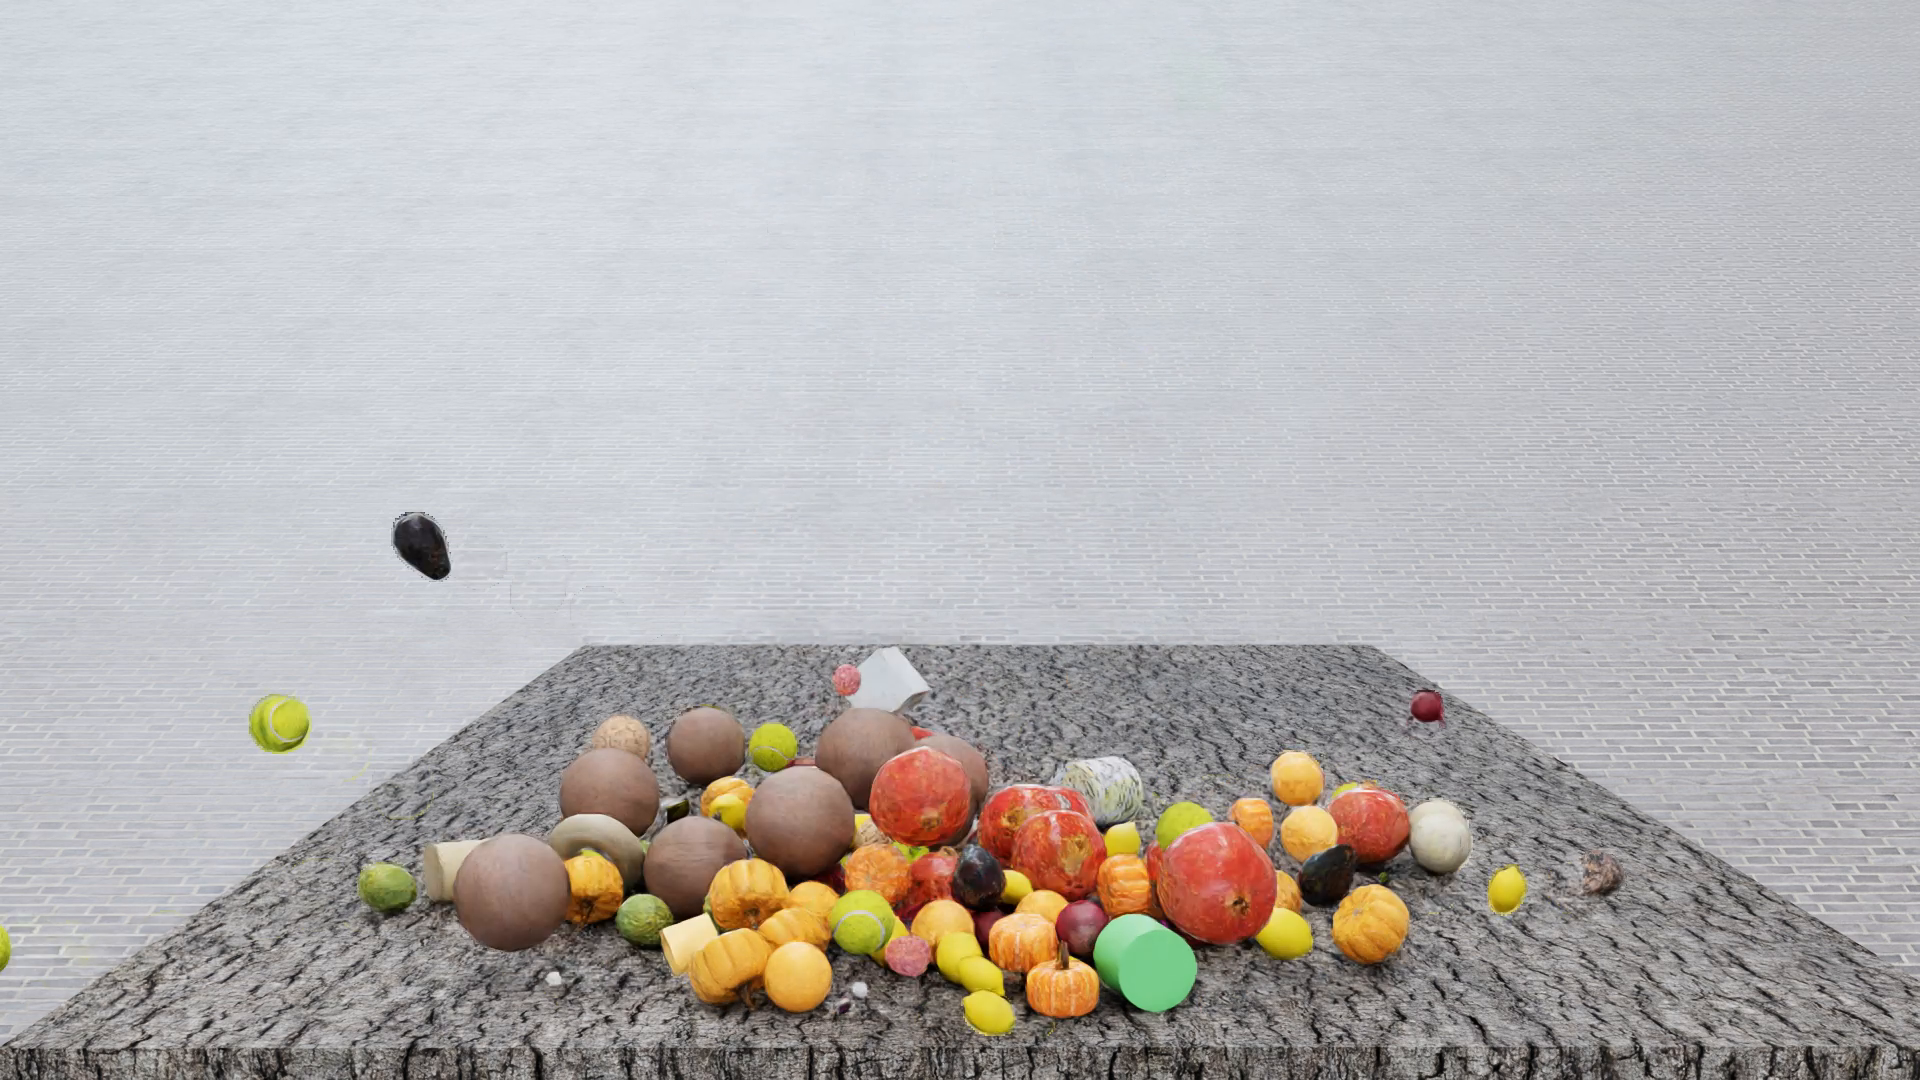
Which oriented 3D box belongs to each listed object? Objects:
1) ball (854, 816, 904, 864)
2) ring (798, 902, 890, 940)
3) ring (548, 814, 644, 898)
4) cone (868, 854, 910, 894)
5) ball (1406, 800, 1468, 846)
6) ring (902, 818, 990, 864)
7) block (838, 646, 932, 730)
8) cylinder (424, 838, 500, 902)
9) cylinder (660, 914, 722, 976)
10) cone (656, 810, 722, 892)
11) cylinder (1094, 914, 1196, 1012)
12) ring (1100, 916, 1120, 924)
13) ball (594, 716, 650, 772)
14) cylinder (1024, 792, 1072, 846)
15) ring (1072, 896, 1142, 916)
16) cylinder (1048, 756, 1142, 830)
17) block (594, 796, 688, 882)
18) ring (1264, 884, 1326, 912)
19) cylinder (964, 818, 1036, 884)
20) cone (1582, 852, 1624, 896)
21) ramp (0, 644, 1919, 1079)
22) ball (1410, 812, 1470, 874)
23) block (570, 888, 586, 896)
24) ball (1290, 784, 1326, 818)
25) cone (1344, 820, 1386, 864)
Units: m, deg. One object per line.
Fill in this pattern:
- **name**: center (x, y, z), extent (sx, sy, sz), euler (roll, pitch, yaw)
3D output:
- **ball**: center (-0.110, 0.410, 3.504), extent (0.067, 0.067, 0.067), euler (0, 21, 0)
- **ring**: center (-0.137, 0.452, 3.039), extent (0.109, 0.036, 0.109), euler (1, -2, 0)
- **ring**: center (-0.447, 0.388, 3.156), extent (0.123, 0.123, 0.041), euler (4, 34, 10)
- **cone**: center (-0.092, 0.407, 3.176), extent (0.052, 0.052, 0.052), euler (4, -19, 9)
- **ball**: center (0.653, 0.400, 3.521), extent (0.084, 0.084, 0.084), euler (0, 21, 0)
- **ring**: center (-0.012, 0.417, 3.554), extent (0.144, 0.048, 0.144), euler (1, 4, 0)
- **block**: center (-0.119, 0.233, 4.052), extent (0.090, 0.090, 0.090), euler (50, 13, 11)
- **cylinder**: center (-0.634, 0.421, 3.267), extent (0.074, 0.074, 0.074), euler (-2, 19, -28)
- **cylinder**: center (-0.290, 0.436, 2.770), extent (0.052, 0.052, 0.052), euler (-19, 26, -18)
- **cone**: center (-0.322, 0.404, 3.251), extent (0.092, 0.092, 0.092), euler (-27, -2, -1)
- **cylinder**: center (0.195, 0.446, 2.718), extent (0.086, 0.086, 0.086), euler (-5, 5, -14)
- **ring**: center (0.184, 0.457, 2.981), extent (0.097, 0.032, 0.097), euler (2, -2, 0)
- **ball**: center (-0.575, 0.346, 4.365), extent (0.094, 0.094, 0.094), euler (0, 21, 0)
- **cylinder**: center (0.115, 0.368, 3.392), extent (0.054, 0.054, 0.054), euler (11, 18, -4)
- **ring**: center (0.175, 0.445, 3.070), extent (0.086, 0.029, 0.086), euler (5, -17, 2)
- **cylinder**: center (0.201, 0.376, 3.813), extent (0.099, 0.099, 0.099), euler (-3, 17, -42)
- **block**: center (-0.427, 0.400, 3.445), extent (0.095, 0.095, 0.095), euler (1, 4, 18)
- **ring**: center (0.420, 0.448, 3.217), extent (0.075, 0.025, 0.075), euler (-1, 3, 0)
- **cylinder**: center (0.054, 0.414, 3.394), extent (0.069, 0.069, 0.069), euler (12, 29, 29)
- **cone**: center (0.813, 0.442, 3.299), extent (0.058, 0.058, 0.058), euler (18, 41, 39)
- **ramp**: center (0.048, 0.433, 4.532), extent (2.000, 0.100, 4.000), euler (0, 3, 0)
- **ball**: center (0.643, 0.406, 3.440), extent (0.081, 0.081, 0.081), euler (0, 21, 0)
- **block**: center (-0.472, 0.426, 3.326), extent (0.056, 0.056, 0.056), euler (-1, 3, -20)
- **ball**: center (0.527, 0.394, 3.882), extent (0.053, 0.053, 0.053), euler (0, 21, 0)
- **cone**: center (0.559, 0.428, 3.536), extent (0.060, 0.060, 0.060), euler (2, 41, 5)
